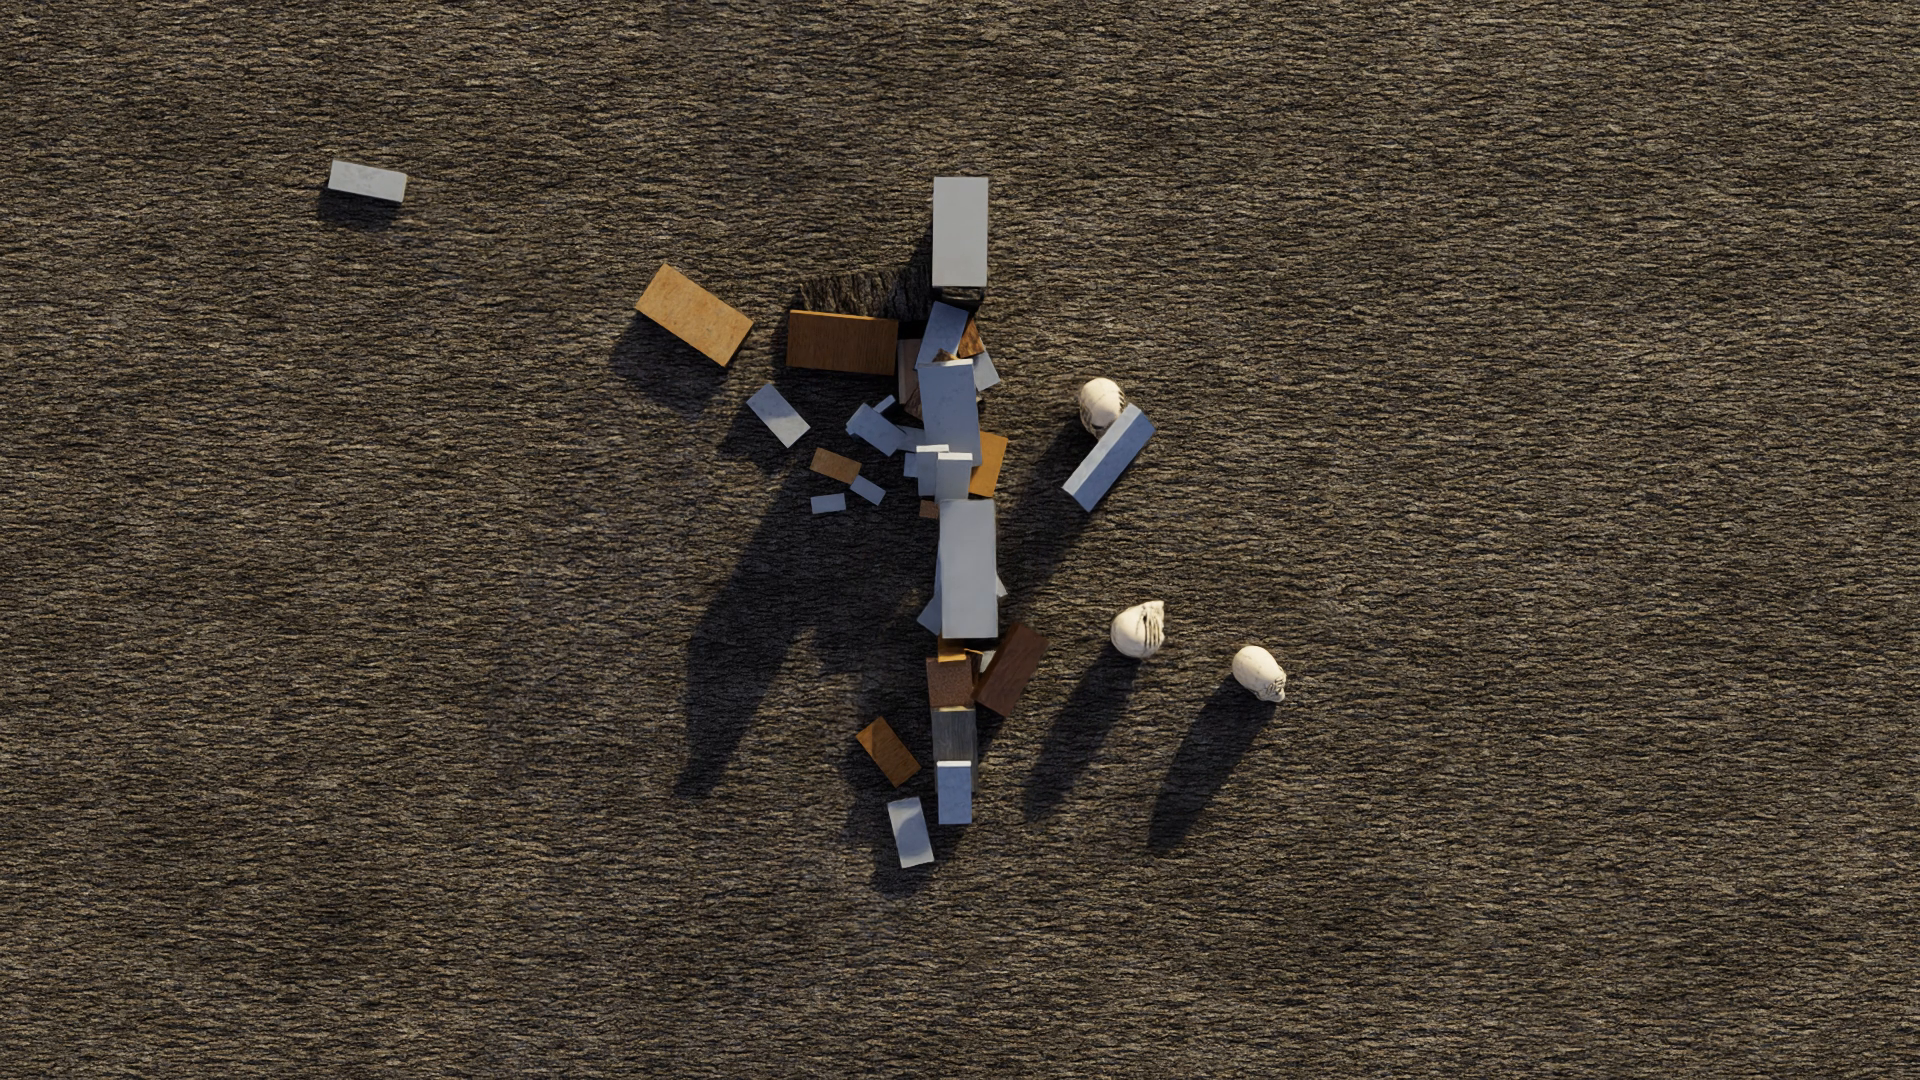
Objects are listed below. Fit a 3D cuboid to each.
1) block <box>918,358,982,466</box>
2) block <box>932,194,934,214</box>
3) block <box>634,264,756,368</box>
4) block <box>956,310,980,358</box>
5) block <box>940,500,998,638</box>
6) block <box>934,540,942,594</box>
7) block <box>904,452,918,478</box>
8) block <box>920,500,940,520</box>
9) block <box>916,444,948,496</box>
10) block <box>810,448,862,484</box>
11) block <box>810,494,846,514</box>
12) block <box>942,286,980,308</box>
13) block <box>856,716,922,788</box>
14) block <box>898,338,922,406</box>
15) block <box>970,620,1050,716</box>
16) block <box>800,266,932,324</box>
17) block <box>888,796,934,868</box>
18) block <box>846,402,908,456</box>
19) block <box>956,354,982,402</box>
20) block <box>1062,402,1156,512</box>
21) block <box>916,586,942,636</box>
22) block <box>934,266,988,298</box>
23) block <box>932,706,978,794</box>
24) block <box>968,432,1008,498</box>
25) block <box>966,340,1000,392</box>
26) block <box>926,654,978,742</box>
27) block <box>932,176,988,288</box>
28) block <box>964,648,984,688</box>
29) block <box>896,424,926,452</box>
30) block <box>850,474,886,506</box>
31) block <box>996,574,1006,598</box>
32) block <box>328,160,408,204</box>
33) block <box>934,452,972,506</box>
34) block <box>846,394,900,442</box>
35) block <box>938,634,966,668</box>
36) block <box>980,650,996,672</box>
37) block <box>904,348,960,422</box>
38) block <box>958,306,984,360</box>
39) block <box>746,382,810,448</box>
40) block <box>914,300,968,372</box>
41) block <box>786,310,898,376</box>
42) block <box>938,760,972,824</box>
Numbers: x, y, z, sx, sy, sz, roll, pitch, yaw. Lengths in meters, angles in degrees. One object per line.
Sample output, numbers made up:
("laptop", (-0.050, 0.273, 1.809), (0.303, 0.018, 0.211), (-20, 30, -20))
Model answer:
("block", (-0.031, -0.407, 5.375), (0.177, 0.050, 0.355), (-5, 115, 3))
("block", (-0.002, -1.059, 5.331), (0.169, 0.338, 0.048), (0, 89, 0))
("block", (-0.879, -0.744, 5.475), (0.356, 0.050, 0.178), (34, 90, 0))
("block", (0.026, -0.680, 5.489), (0.081, 0.023, 0.162), (-4, 90, 0))
("block", (0.029, 0.096, 5.383), (0.177, 0.050, 0.448), (-2, 86, 6))
("block", (-0.026, 0.115, 5.454), (0.110, 0.031, 0.220), (5, 97, 0))
("block", (-0.106, -0.245, 5.489), (0.158, 0.022, 0.079), (5, 90, 0))
("block", (-0.078, -0.099, 5.492), (0.112, 0.016, 0.056), (8, 90, 0))
("block", (-0.087, -0.228, 5.413), (0.103, 0.206, 0.029), (-2, 48, -1))
("block", (-0.413, -0.245, 5.489), (0.157, 0.022, 0.079), (21, 90, 0))
("block", (-0.438, -0.122, 5.492), (0.112, 0.016, 0.056), (-8, 90, 0))
("block", (0.004, -0.777, 5.289), (0.118, 0.422, 0.034), (5, 95, 0))
("block", (-0.237, 0.703, 5.485), (0.109, 0.031, 0.219), (-38, 90, 0))
("block", (-0.149, -0.556, 5.464), (0.110, 0.031, 0.221), (-3, 79, 0))
("block", (0.166, 0.425, 5.437), (0.145, 0.041, 0.290), (31, 88, -34))
("block", (-0.309, -0.794, 5.475), (0.423, 0.050, 0.178), (-7, 90, 0))
("block", (-0.164, 0.970, 5.485), (0.109, 0.031, 0.219), (-13, 90, 0))
("block", (-0.273, -0.361, 5.411), (0.190, 0.027, 0.095), (35, 100, -33))
("block", (-0.030, -0.534, 5.453), (0.110, 0.031, 0.221), (-31, 92, -26))
("block", (0.490, -0.268, 5.410), (0.050, 0.177, 0.355), (39, 90, 28))
("block", (-0.057, 0.221, 5.435), (0.087, 0.025, 0.174), (36, 93, -4))
("block", (0.000, -0.840, 5.331), (0.169, 0.338, 0.048), (4, 90, 0))
("block", (-0.016, 0.691, 5.440), (0.145, 0.041, 0.290), (-2, 106, 0))
("block", (0.084, -0.251, 5.485), (0.103, 0.029, 0.206), (15, 90, 0))
("block", (0.064, -0.581, 5.466), (0.081, 0.023, 0.162), (-26, 90, 0))
("block", (-0.027, 0.527, 5.442), (0.145, 0.041, 0.290), (-5, 104, 1))
("block", (0.001, -0.956, 5.138), (0.169, 0.048, 0.338), (1, 90, 0))
("block", (0.031, 0.432, 5.469), (0.069, 0.020, 0.138), (12, 106, 4))
("block", (-0.170, -0.336, 5.489), (0.158, 0.022, 0.079), (10, 90, 0))
("block", (-0.307, -0.166, 5.480), (0.112, 0.016, 0.056), (31, 90, -13))
("block", (0.104, 0.106, 5.456), (0.025, 0.087, 0.174), (-27, 90, -2))
("block", (-1.970, -1.192, 5.487), (0.242, 0.027, 0.095), (11, 90, 0))
("block", (-0.024, -0.197, 5.405), (0.110, 0.220, 0.031), (2, 48, -4))
("block", (-0.288, -0.403, 5.451), (0.190, 0.095, 0.027), (-37, 79, 0))
("block", (-0.028, 0.362, 5.417), (0.087, 0.174, 0.025), (-5, 117, 0))
("block", (0.111, 0.403, 5.490), (0.138, 0.020, 0.069), (-5, 90, 0))
("block", (-0.074, -0.495, 5.380), (0.118, 0.034, 0.237), (28, 112, -12))
("block", (0.018, -0.683, 5.449), (0.081, 0.023, 0.162), (-19, 78, 1))
("block", (-0.603, -0.415, 5.485), (0.103, 0.029, 0.206), (-42, 90, 0))
("block", (-0.062, -0.652, 5.405), (0.118, 0.034, 0.237), (17, 85, -7))
("block", (-0.387, -0.650, 5.437), (0.356, 0.050, 0.178), (5, 108, -4))
("block", (-0.018, 0.834, 5.442), (0.109, 0.031, 0.219), (-1, 112, 0))
